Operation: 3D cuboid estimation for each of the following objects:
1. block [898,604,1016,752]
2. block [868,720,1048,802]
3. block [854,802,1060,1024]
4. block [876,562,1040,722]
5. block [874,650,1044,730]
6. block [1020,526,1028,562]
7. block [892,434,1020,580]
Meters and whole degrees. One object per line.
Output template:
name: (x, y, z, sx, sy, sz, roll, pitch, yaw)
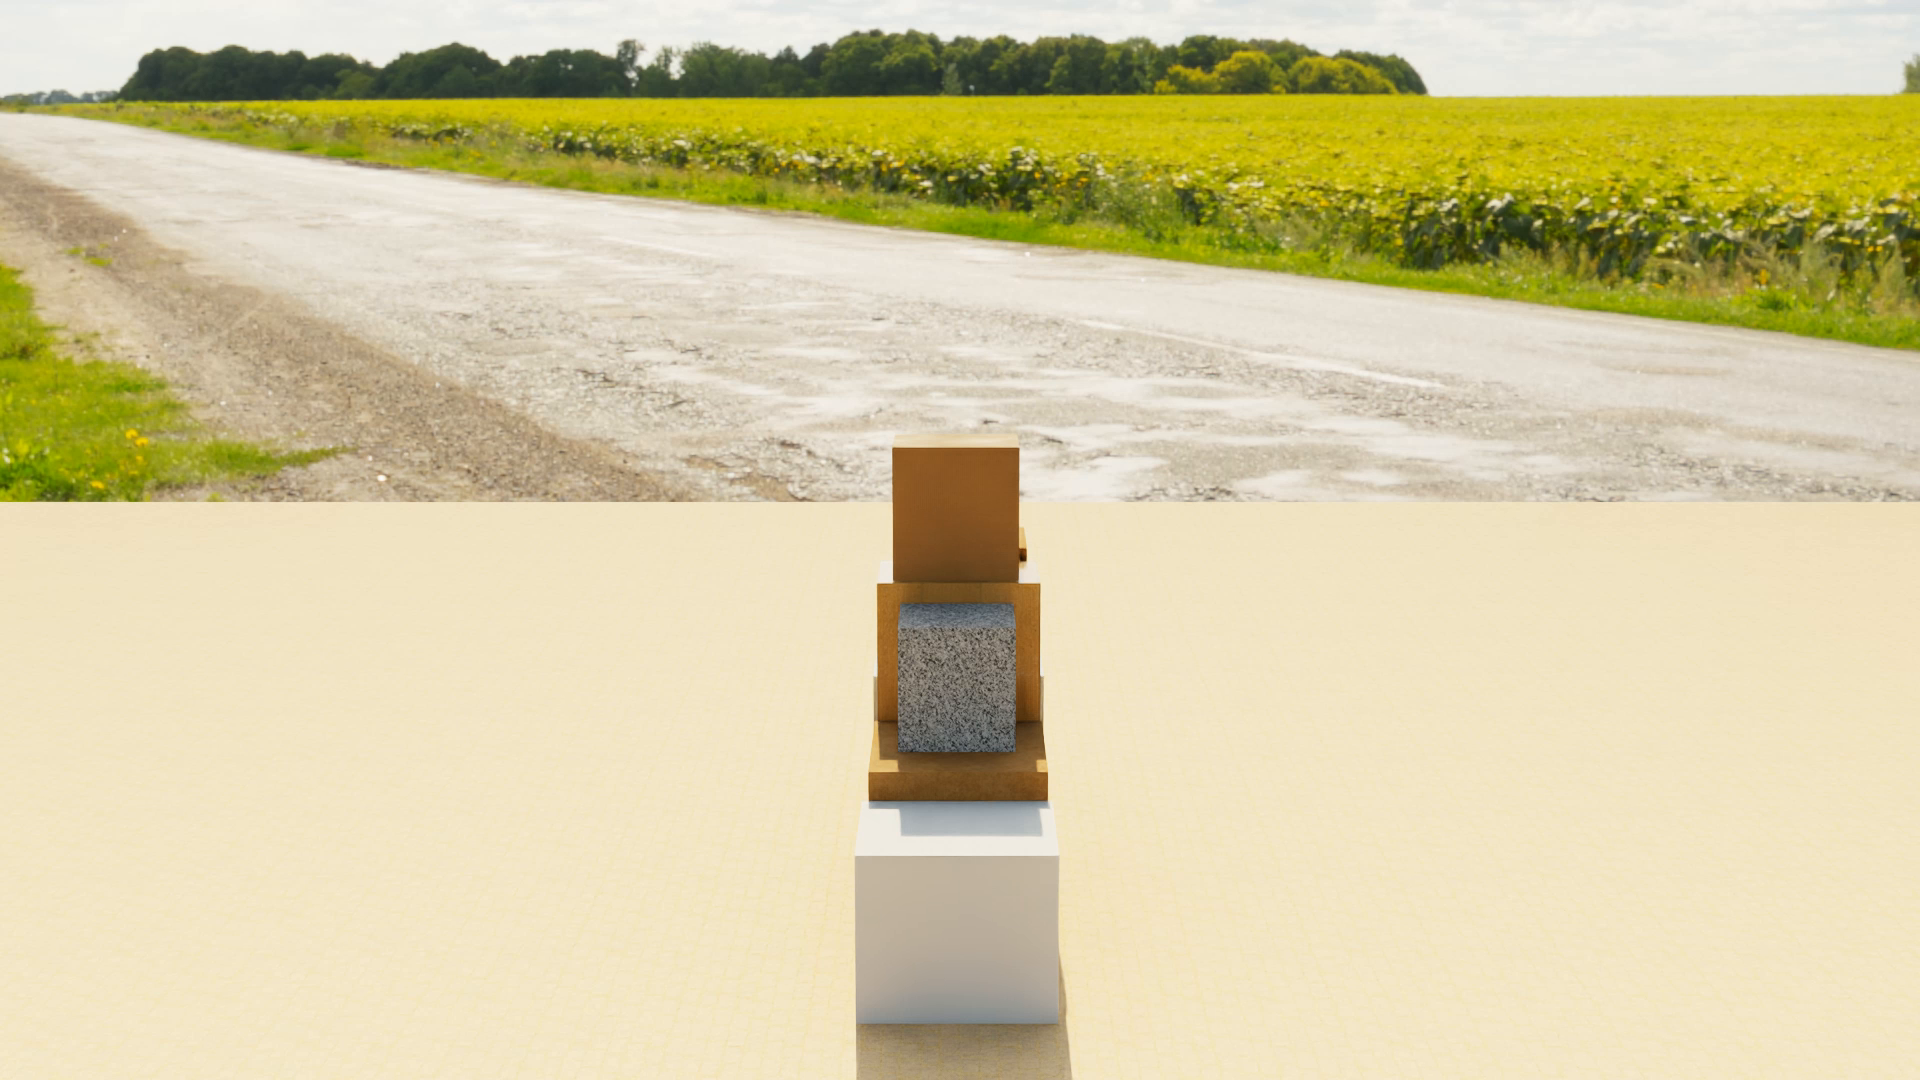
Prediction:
block: (-0.013, 0.567, 10.688, 0.479, 0.517, 0.499, 0, 10, 0)
block: (-0.007, 1.228, 10.658, 0.716, 0.771, 0.817, 0, 10, 0)
block: (-0.011, 1.424, 9.902, 0.758, 0.655, 0.722, 0, 10, 0)
block: (-0.005, 0.435, 11.244, 0.697, 0.599, 0.603, 0, 8, 0)
block: (-0.006, 0.946, 12.082, 0.773, 0.817, 0.818, 0, 10, 0)
block: (0.002, 0.279, 11.811, 0.598, 0.592, 0.548, 0, 10, 0)
block: (-0.017, -0.147, 11.177, 0.540, 0.573, 0.516, 0, 8, 0)
